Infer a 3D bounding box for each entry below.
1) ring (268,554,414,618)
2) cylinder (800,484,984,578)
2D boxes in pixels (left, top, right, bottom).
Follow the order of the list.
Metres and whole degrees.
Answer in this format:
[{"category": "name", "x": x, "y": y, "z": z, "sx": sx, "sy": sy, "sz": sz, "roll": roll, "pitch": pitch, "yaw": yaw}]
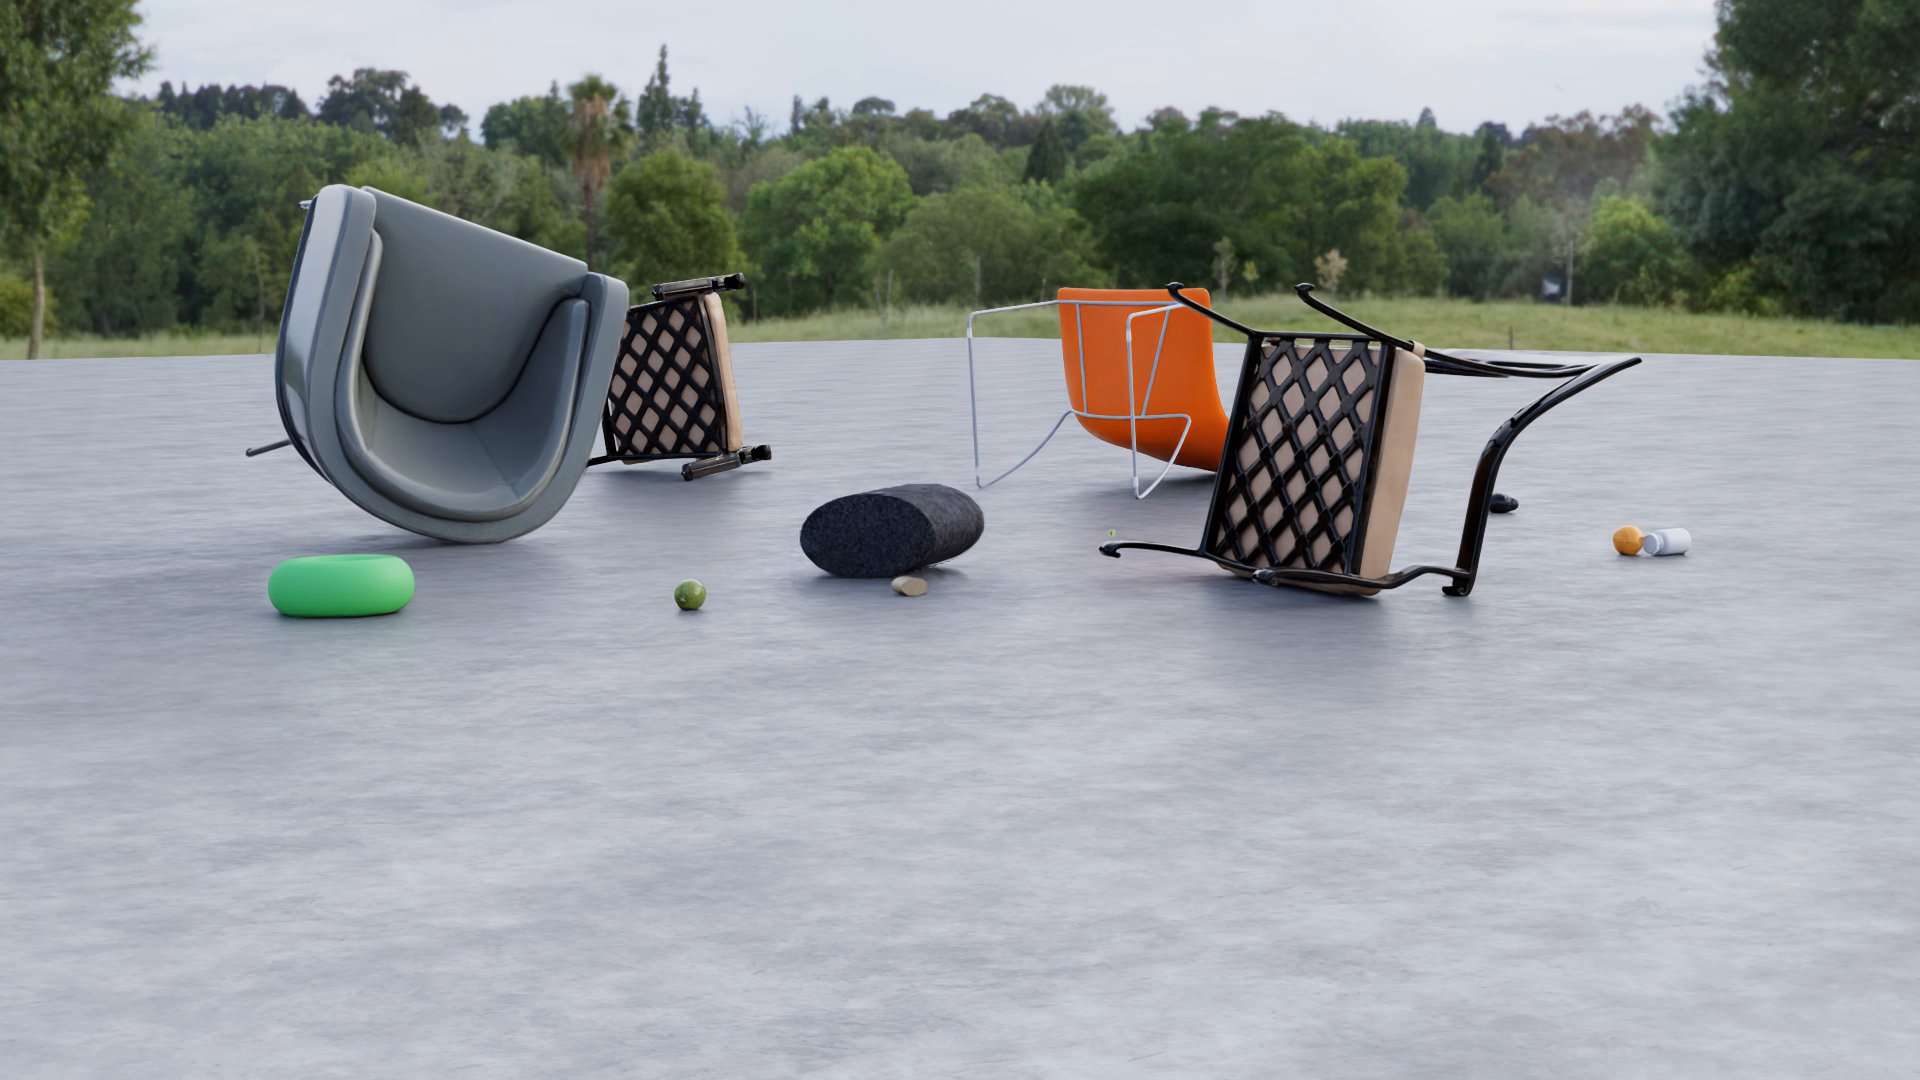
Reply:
[{"category": "ring", "x": -1.211, "y": 0.089, "z": 5.026, "sx": 0.282, "sy": 0.109, "sz": 0.220, "roll": -2, "pitch": 5, "yaw": -7}, {"category": "cylinder", "x": -0.149, "y": -0.023, "z": 5.717, "sx": 0.320, "sy": 0.186, "sz": 0.304, "roll": -3, "pitch": 4, "yaw": 22}]
